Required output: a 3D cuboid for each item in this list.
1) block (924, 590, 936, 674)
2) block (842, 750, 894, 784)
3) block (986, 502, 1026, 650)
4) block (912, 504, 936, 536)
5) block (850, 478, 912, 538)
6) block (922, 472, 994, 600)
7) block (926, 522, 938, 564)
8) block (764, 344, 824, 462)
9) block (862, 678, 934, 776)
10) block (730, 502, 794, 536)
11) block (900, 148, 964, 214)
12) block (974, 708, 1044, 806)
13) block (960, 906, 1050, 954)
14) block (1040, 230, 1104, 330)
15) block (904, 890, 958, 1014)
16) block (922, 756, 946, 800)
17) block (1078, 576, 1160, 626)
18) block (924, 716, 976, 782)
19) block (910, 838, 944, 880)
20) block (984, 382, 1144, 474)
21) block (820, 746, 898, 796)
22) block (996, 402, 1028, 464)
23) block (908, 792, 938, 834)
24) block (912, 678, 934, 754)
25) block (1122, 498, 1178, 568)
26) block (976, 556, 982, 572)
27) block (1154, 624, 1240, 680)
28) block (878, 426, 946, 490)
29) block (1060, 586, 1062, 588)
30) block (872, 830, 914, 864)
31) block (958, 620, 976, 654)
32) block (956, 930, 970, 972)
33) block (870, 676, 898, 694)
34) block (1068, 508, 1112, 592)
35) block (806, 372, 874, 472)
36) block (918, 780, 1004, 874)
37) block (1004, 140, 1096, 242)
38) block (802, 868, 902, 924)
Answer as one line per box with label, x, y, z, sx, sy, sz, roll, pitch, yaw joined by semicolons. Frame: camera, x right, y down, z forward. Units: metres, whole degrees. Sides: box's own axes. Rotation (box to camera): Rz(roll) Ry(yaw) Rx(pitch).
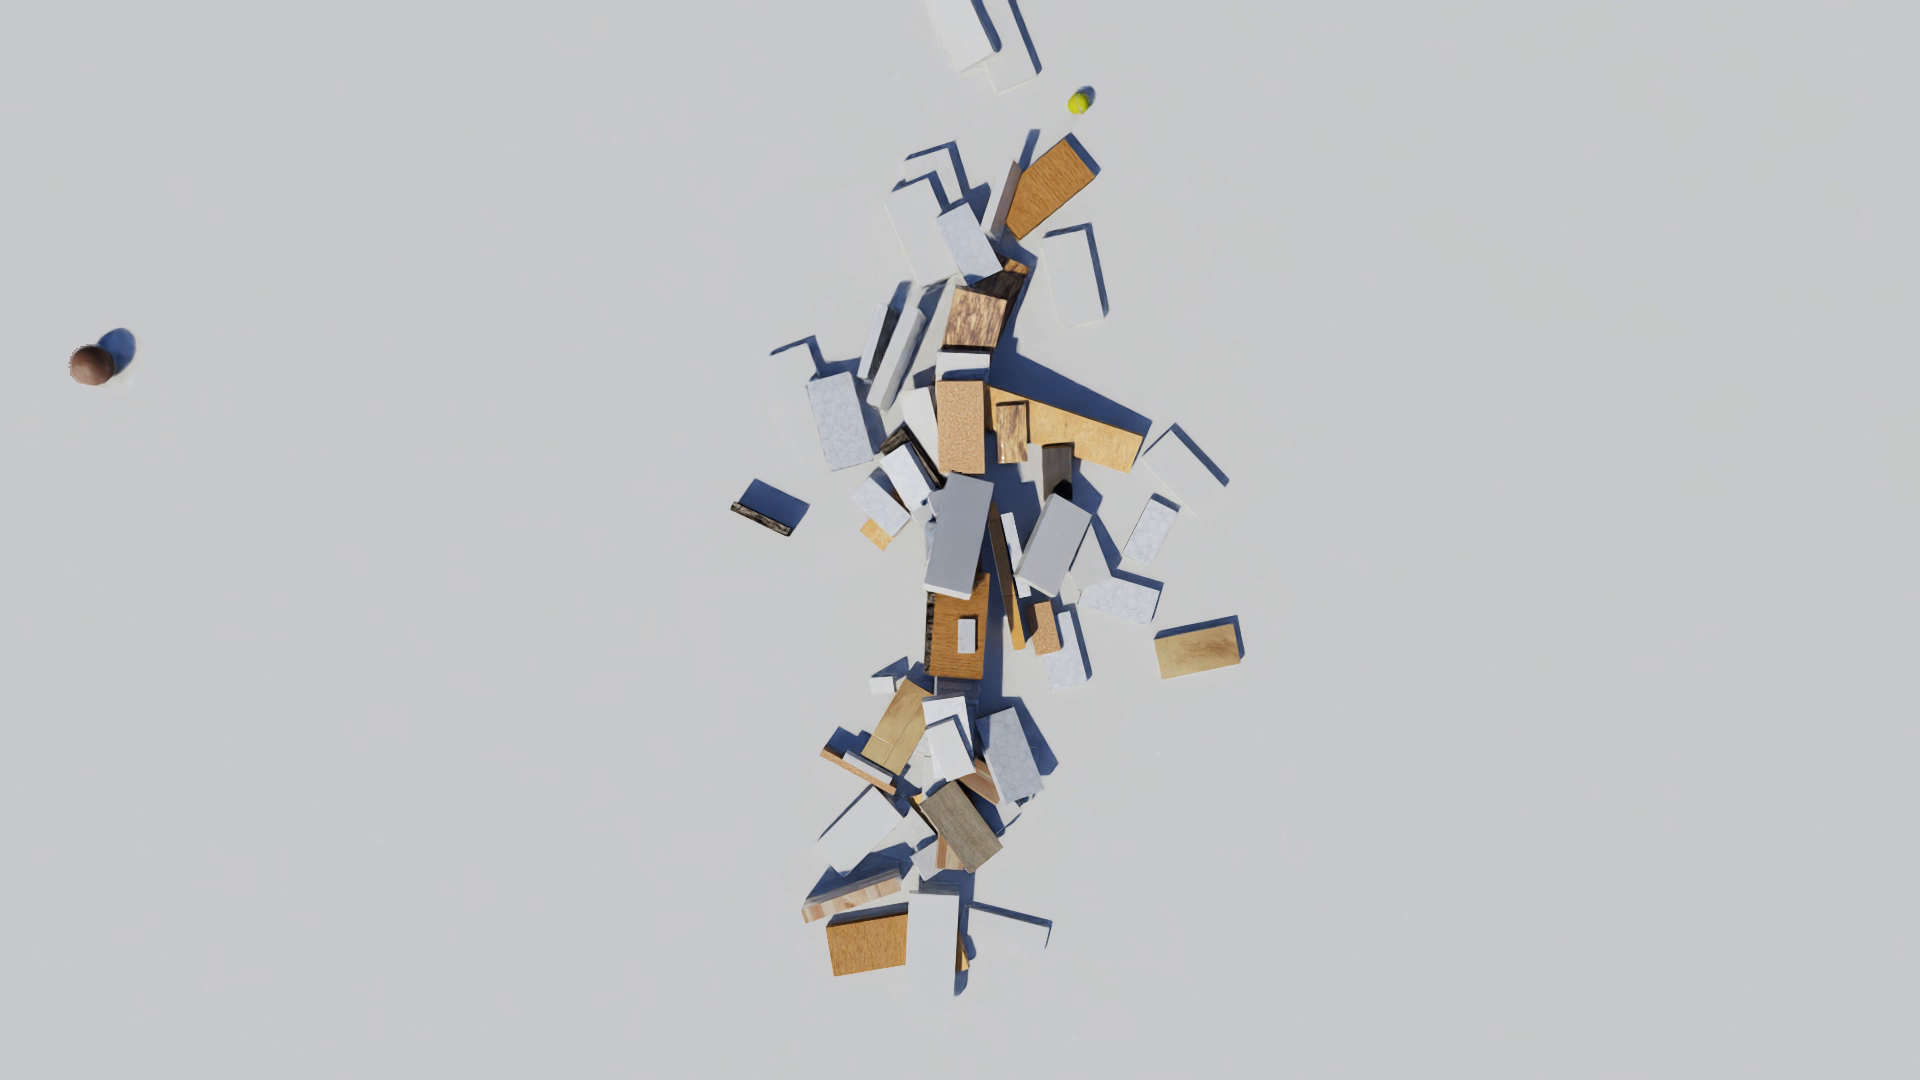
block;-0.026;0.265;5.278;0.167;0.047;0.334;2;79;0
block;-0.304;0.751;5.457;0.174;0.087;0.025;28;90;0
block;0.147;0.118;5.430;0.039;0.139;0.486;-12;90;0
block;-0.091;-0.047;5.352;0.070;0.020;0.140;-29;81;-6
block;-0.261;-0.108;5.457;0.192;0.027;0.096;43;90;6
block;-0.004;-0.015;5.266;0.151;0.043;0.413;14;62;-3
block;-0.076;0.011;5.298;0.070;0.020;0.140;3;63;-9
block;-0.514;-0.454;5.479;0.150;0.042;0.368;-20;90;0
block;-0.192;0.616;5.452;0.144;0.041;0.288;30;90;0
block;-0.655;-0.068;5.449;0.205;0.103;0.029;26;90;0
block;-0.071;-1.118;5.477;0.162;0.046;0.324;-17;90;0
block;0.159;0.710;5.429;0.144;0.041;0.288;-17;79;-20
block;0.147;1.296;5.488;0.289;0.025;0.087;14;90;0
block;0.372;-0.865;5.479;0.150;0.042;0.300;-12;90;0
block;-0.095;1.354;5.429;0.163;0.046;0.390;3;93;-1
block;-0.077;0.805;5.425;0.092;0.026;0.184;3;92;2
block;0.527;0.193;5.483;0.247;0.035;0.123;17;90;0
block;-0.032;0.673;5.303;0.097;0.028;0.194;-21;107;4
block;-0.063;1.028;5.413;0.184;0.026;0.092;-31;92;-14
block;0.314;-0.368;5.416;0.563;0.038;0.133;17;108;-9
block;-0.335;0.762;5.458;0.275;0.084;0.024;28;90;0
block;0.169;-0.348;5.380;0.096;0.027;0.192;-4;110;-2
block;-0.090;0.923;5.470;0.091;0.026;0.182;-24;90;23
block;-0.118;0.589;5.486;0.097;0.028;0.244;7;90;0
block;0.631;-0.023;5.485;0.103;0.029;0.205;27;90;0
block;-0.012;0.117;5.355;0.167;0.047;0.352;-4;79;-2
block;0.787;0.370;5.481;0.266;0.038;0.133;-11;90;0
block;-0.157;-0.248;5.445;0.118;0.033;0.236;-38;85;34
block;0.300;0.071;5.435;0.084;0.024;0.167;5;83;10
block;-0.211;1.011;5.487;0.182;0.026;0.091;15;90;0
block;0.021;0.303;5.191;0.053;0.015;0.106;1;79;-1
block;-0.039;1.342;5.475;0.092;0.026;0.184;-18;90;16
block;-0.254;0.480;5.459;0.106;0.015;0.053;-8;90;41
block;0.400;0.033;5.460;0.123;0.035;0.247;-20;79;0
block;-0.396;-0.390;5.437;0.151;0.043;0.301;-15;89;-6
block;0.003;0.933;5.379;0.139;0.039;0.278;-37;93;-14
block;0.271;-1.161;5.477;0.324;0.046;0.162;-40;90;0
block;-0.353;1.166;5.418;0.327;0.163;0.046;-19;90;0
